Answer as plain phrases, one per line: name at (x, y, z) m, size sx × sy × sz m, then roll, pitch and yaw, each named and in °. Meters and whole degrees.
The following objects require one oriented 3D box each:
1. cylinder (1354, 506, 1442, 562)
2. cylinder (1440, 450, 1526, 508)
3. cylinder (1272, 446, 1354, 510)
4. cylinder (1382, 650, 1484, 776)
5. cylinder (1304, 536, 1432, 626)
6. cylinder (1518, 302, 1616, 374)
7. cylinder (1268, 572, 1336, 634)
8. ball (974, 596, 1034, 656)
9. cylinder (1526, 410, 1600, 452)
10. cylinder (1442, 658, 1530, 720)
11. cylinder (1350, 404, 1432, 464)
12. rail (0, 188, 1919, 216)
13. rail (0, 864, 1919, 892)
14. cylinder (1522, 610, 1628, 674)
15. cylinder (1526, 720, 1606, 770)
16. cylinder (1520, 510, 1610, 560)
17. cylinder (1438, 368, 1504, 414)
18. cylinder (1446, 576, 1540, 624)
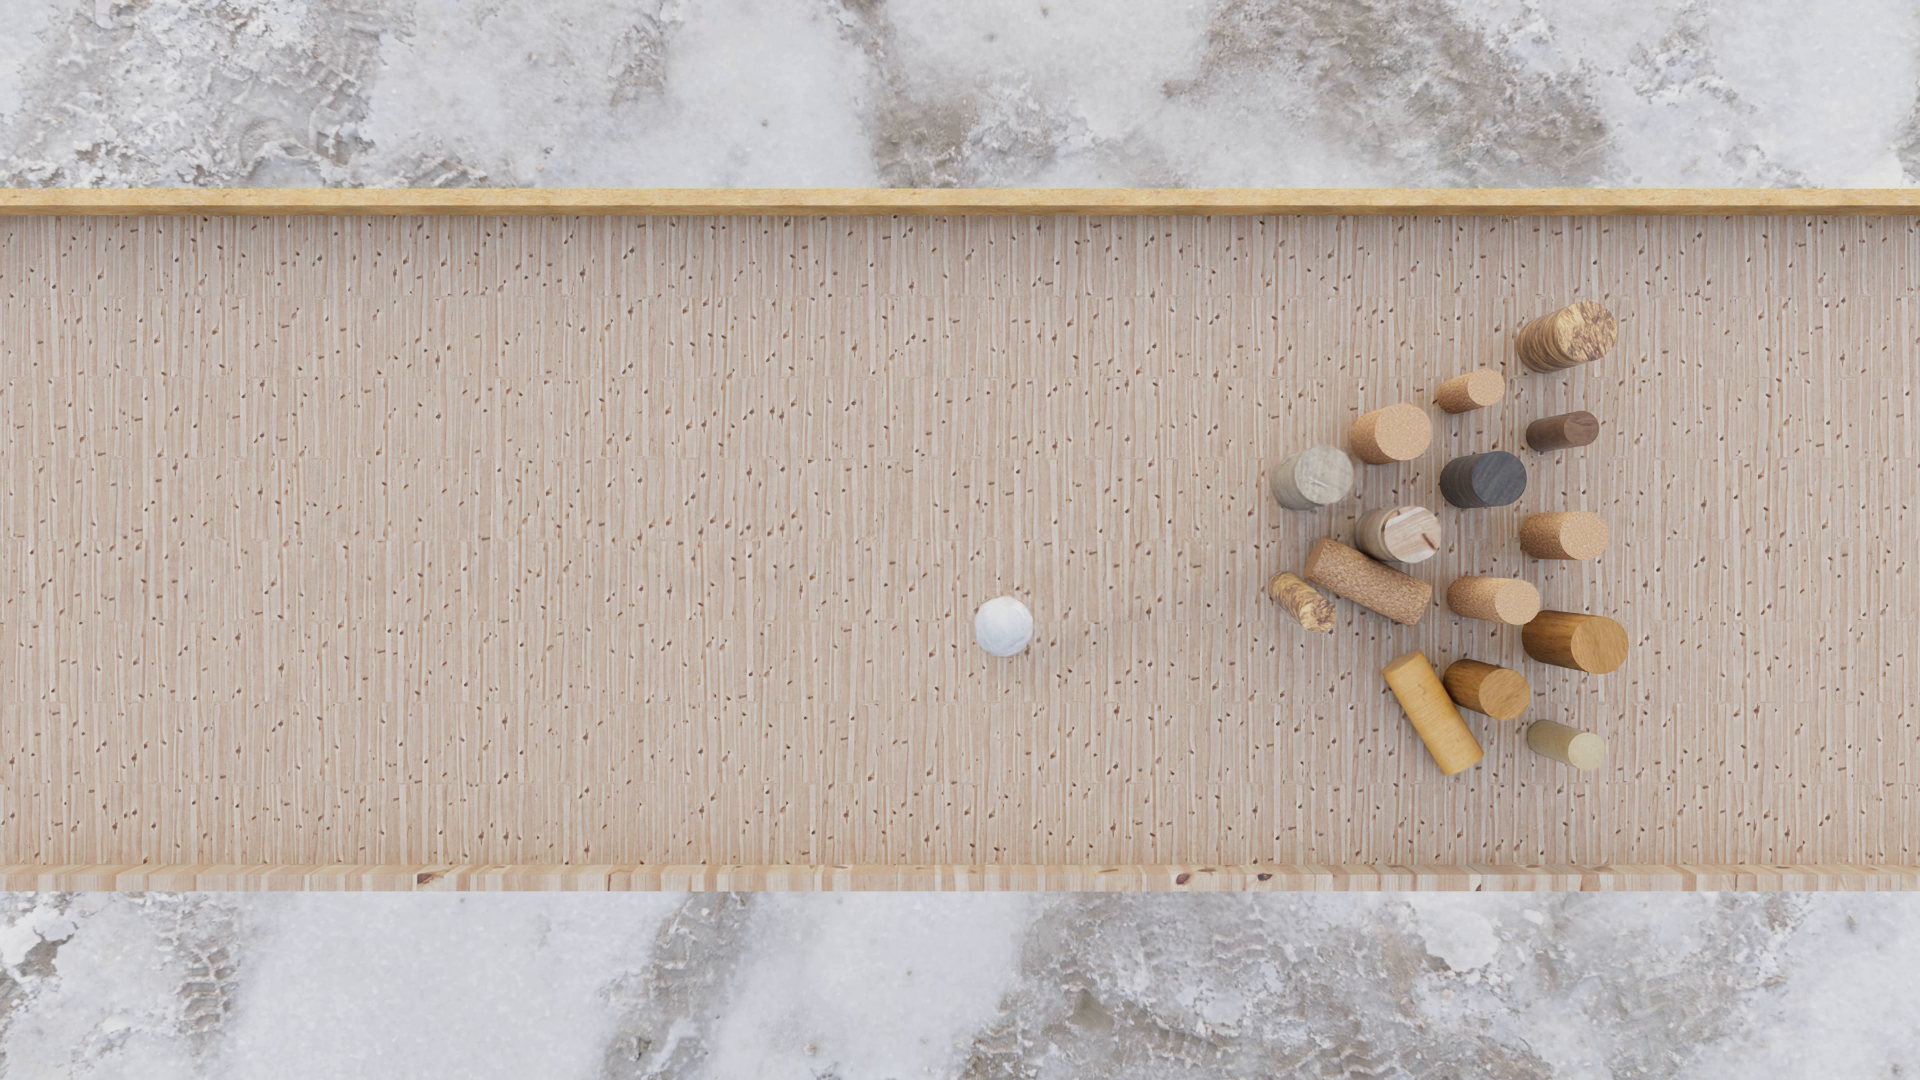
cylinder at (1.293, -0.016, 4.893) m, size 0.164 × 0.367 × 0.164 m, roll 0°, pitch 90°, yaw 0°
cylinder at (1.556, -0.177, 4.917) m, size 0.160 × 0.318 × 0.160 m, roll 0°, pitch 90°, yaw 0°
cylinder at (1.047, -0.183, 4.919) m, size 0.171 × 0.305 × 0.171 m, roll 0°, pitch 87°, yaw -2°
cylinder at (1.434, 0.523, 5.008) m, size 0.137 × 0.137 × 0.363 m, roll -32°, pitch 90°, yaw 0°
cylinder at (1.236, 0.125, 5.006) m, size 0.353 × 0.142 × 0.142 m, roll 25°, pitch 90°, yaw 0°
cylinder at (1.801, -0.600, 4.908) m, size 0.175 × 0.337 × 0.175 m, roll 0°, pitch 90°, yaw 0°
cylinder at (1.000, 0.179, 4.844) m, size 0.103 × 0.456 × 0.103 m, roll 0°, pitch 98°, yaw -1°
ball at (0.133, 0.261, 4.987) m, size 0.180 × 0.180 × 0.180 m, roll 0°, pitch 90°, yaw 0°
cylinder at (1.792, -0.322, 4.917) m, size 0.103 × 0.320 × 0.103 m, roll 0°, pitch 90°, yaw 0°
cylinder at (1.555, 0.439, 4.885) m, size 0.148 × 0.380 × 0.148 m, roll 0°, pitch 90°, yaw 1°
cylinder at (1.283, -0.314, 4.924) m, size 0.166 × 0.305 × 0.166 m, roll 0°, pitch 90°, yaw 0°
rail at (-2.247, -1.025, 5.002) m, size 12.000 × 0.150 × 0.050 m, roll 0°, pitch 90°, yaw 0°
rail at (-2.247, 1.025, 5.001) m, size 12.000 × 0.150 × 0.050 m, roll 0°, pitch 90°, yaw 0°
cylinder at (1.810, 0.298, 4.872) m, size 0.165 × 0.410 × 0.165 m, roll 0°, pitch 90°, yaw 0°
cylinder at (1.798, 0.607, 4.903) m, size 0.109 × 0.347 × 0.109 m, roll 0°, pitch 90°, yaw 0°
cylinder at (1.794, -0.013, 4.908) m, size 0.142 × 0.337 × 0.142 m, roll 0°, pitch 90°, yaw 0°
cylinder at (1.522, -0.442, 4.924) m, size 0.108 × 0.306 × 0.108 m, roll 0°, pitch 90°, yaw 0°
cylinder at (1.562, 0.174, 4.847) m, size 0.127 × 0.458 × 0.127 m, roll 0°, pitch 90°, yaw 0°
